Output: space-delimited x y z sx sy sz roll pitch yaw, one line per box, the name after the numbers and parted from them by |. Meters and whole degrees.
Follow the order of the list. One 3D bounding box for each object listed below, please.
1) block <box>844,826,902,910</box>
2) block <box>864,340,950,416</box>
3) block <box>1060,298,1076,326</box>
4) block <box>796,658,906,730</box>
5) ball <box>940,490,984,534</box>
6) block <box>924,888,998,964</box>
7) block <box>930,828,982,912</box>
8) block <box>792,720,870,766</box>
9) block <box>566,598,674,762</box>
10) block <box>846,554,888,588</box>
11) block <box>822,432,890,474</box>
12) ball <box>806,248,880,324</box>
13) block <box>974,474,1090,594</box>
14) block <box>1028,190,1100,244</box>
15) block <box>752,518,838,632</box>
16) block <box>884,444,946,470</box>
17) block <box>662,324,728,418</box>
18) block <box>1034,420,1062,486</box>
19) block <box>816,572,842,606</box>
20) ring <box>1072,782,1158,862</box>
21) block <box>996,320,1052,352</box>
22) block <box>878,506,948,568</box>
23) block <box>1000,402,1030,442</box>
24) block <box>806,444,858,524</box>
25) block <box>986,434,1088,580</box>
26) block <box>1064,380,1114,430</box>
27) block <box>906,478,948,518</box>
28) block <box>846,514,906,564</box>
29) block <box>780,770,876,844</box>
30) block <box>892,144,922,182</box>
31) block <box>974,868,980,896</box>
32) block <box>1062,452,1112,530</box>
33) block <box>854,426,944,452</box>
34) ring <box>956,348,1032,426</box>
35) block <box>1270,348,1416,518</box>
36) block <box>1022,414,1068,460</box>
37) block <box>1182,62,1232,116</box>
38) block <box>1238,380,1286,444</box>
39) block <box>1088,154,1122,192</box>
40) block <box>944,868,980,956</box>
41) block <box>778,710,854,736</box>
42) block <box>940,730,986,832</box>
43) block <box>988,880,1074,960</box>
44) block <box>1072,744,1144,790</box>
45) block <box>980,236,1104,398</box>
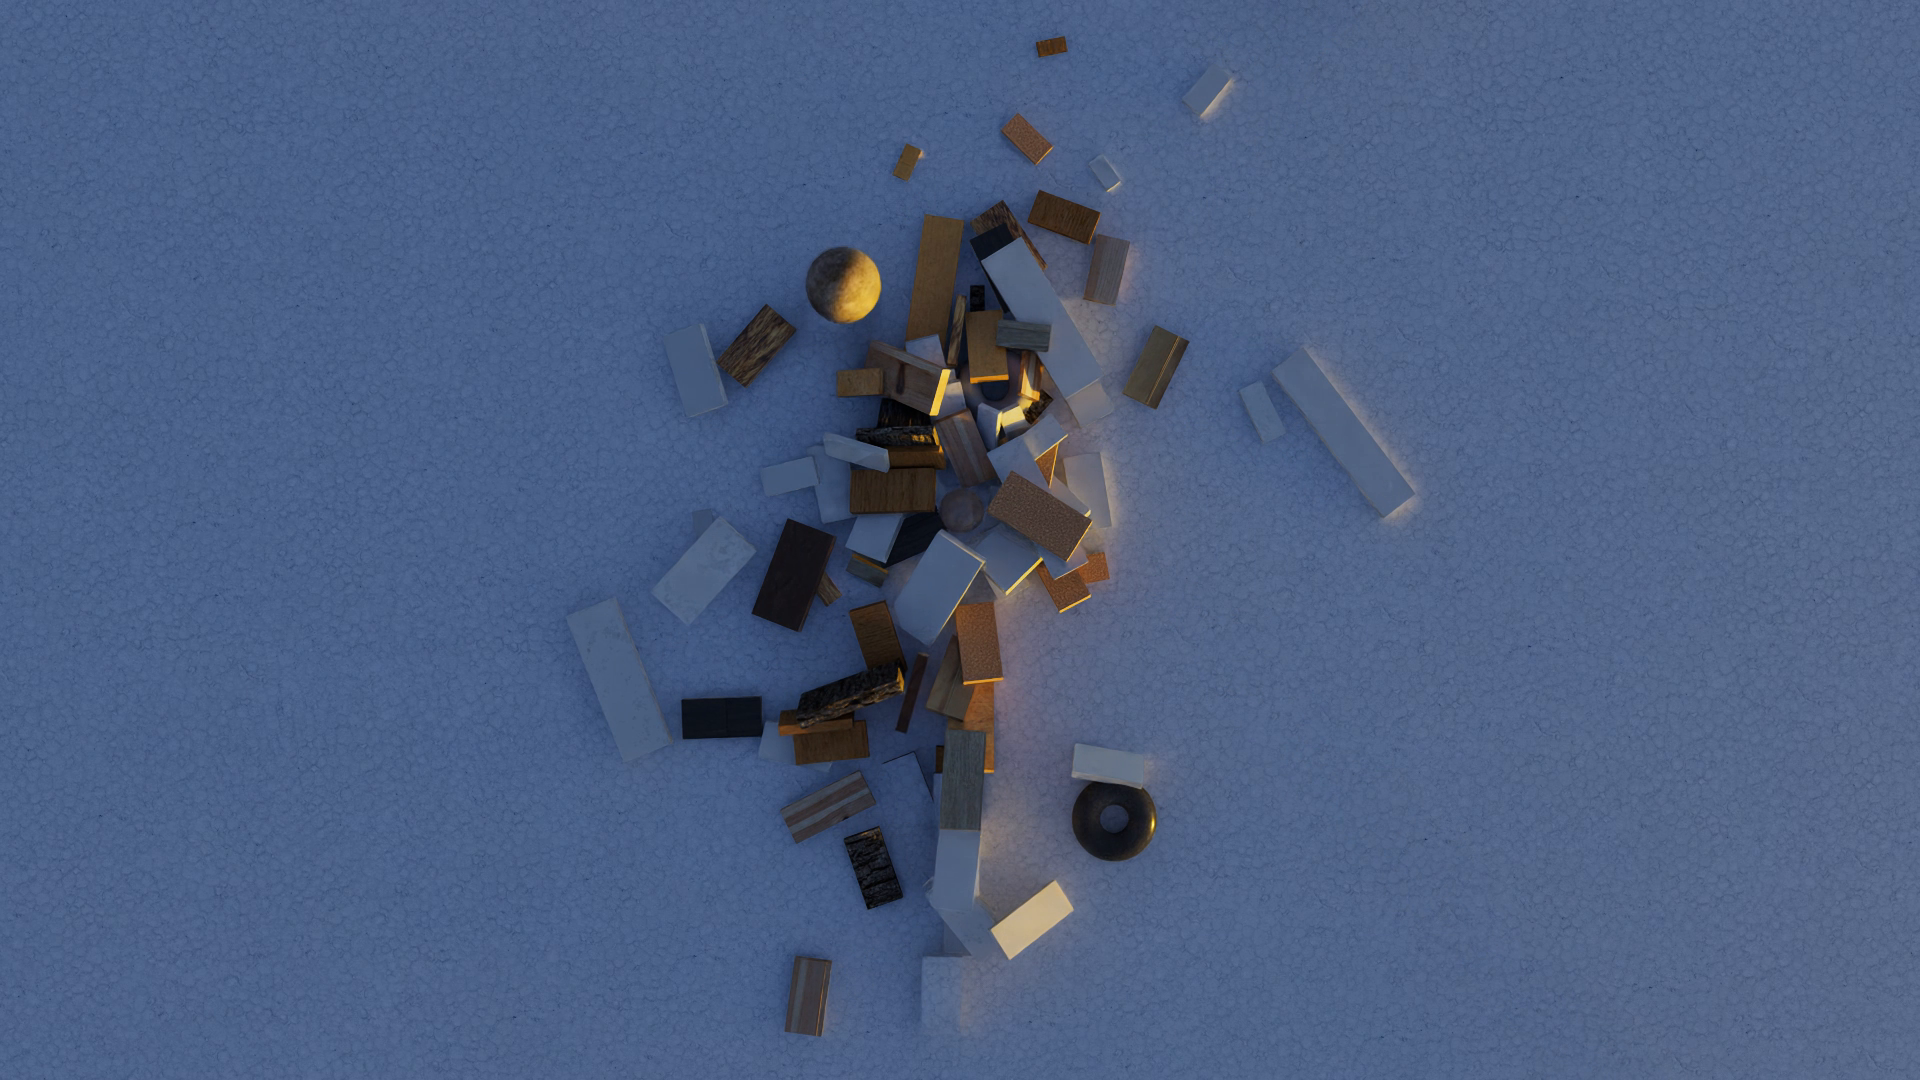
-0.288 1.090 5.483 0.123 0.035 0.246 -19 90 0 | block
-0.182 -0.531 5.384 0.307 0.043 0.153 26 107 31 | block
0.334 -0.679 5.449 0.109 0.031 0.218 -13 90 0 | block
-0.355 0.501 5.385 0.354 0.177 0.050 -20 108 8 | block
0.006 -0.094 5.428 0.143 0.143 0.143 0 90 0 | ball
0.020 1.238 5.416 0.123 0.035 0.285 -39 90 -1 | block
-0.013 1.056 5.329 0.134 0.038 0.267 7 91 0 | block
-0.425 0.668 5.449 0.242 0.034 0.121 -6 90 0 | block
-1.130 0.463 5.476 0.169 0.048 0.520 -22 90 0 | block
-0.309 0.103 5.474 0.131 0.018 0.065 27 125 0 | block
-0.338 -0.287 5.389 0.221 0.095 0.027 17 60 15 | block
-0.380 -0.829 5.378 0.245 0.245 0.245 0 90 0 | ball
0.227 -0.019 5.411 0.390 0.050 0.177 -44 77 -8 | block
0.345 -1.071 5.474 0.218 0.031 0.109 21 91 5 | block
-0.548 0.117 5.462 0.169 0.048 0.338 21 90 10 | block
-0.148 -0.268 5.376 0.190 0.095 0.027 0 54 14 | block
-0.877 -0.561 5.463 0.140 0.040 0.280 -17 90 15 | block
0.262 -0.240 5.429 0.091 0.026 0.306 10 76 6 | block
-0.457 0.151 5.491 0.065 0.018 0.130 -37 90 0 | block
0.510 0.922 5.454 0.283 0.094 0.283 0 91 1 | ring
0.207 -0.666 5.375 0.172 0.024 0.086 7 94 2 | block
-0.167 -0.009 5.461 0.247 0.035 0.123 -24 92 9 | block
0.181 -0.379 5.438 0.077 0.022 0.155 -25 135 0 | block
-0.420 -0.193 5.482 0.129 0.036 0.257 -12 90 0 | block
0.252 -0.105 5.359 0.129 0.036 0.467 -28 84 1 | block
0.373 -0.552 5.482 0.125 0.035 0.347 -29 90 0 | block
-0.130 -0.136 5.488 0.172 0.024 0.086 -43 90 0 | block
-0.240 -0.124 5.445 0.140 0.040 0.378 21 85 18 | block
-0.438 0.886 5.483 0.295 0.035 0.123 -27 90 0 | block
-0.176 -1.257 5.492 0.056 0.016 0.112 24 90 0 | block
0.001 1.039 5.365 0.117 0.033 0.233 -1 91 0 | block
0.423 -0.158 5.482 0.125 0.035 0.249 -9 90 0 | block
-0.198 -0.313 5.379 0.262 0.131 0.037 -1 54 15 | block
0.117 -0.506 5.457 0.264 0.088 0.264 0 90 1 | ring
1.271 -0.356 5.481 0.131 0.037 0.612 -38 90 0 | block
0.254 -0.325 5.421 0.182 0.026 0.091 -38 83 -6 | block
0.821 -1.499 5.489 0.081 0.023 0.162 39 90 0 | block
1.005 -0.426 5.489 0.081 0.023 0.196 -26 90 0 | block
0.480 -1.223 5.492 0.056 0.016 0.112 -36 90 0 | block
0.005 1.089 5.483 0.117 0.033 0.580 0 90 0 | block
-0.472 0.592 5.437 0.242 0.121 0.034 -6 109 0 | block
0.009 0.776 5.328 0.134 0.038 0.318 4 75 0 | block
0.233 1.249 5.426 0.282 0.033 0.117 -32 90 -25 | block
0.489 0.746 5.448 0.233 0.033 0.117 10 46 0 | block
0.271 -0.726 5.407 0.153 0.043 0.526 -31 92 1 | block
